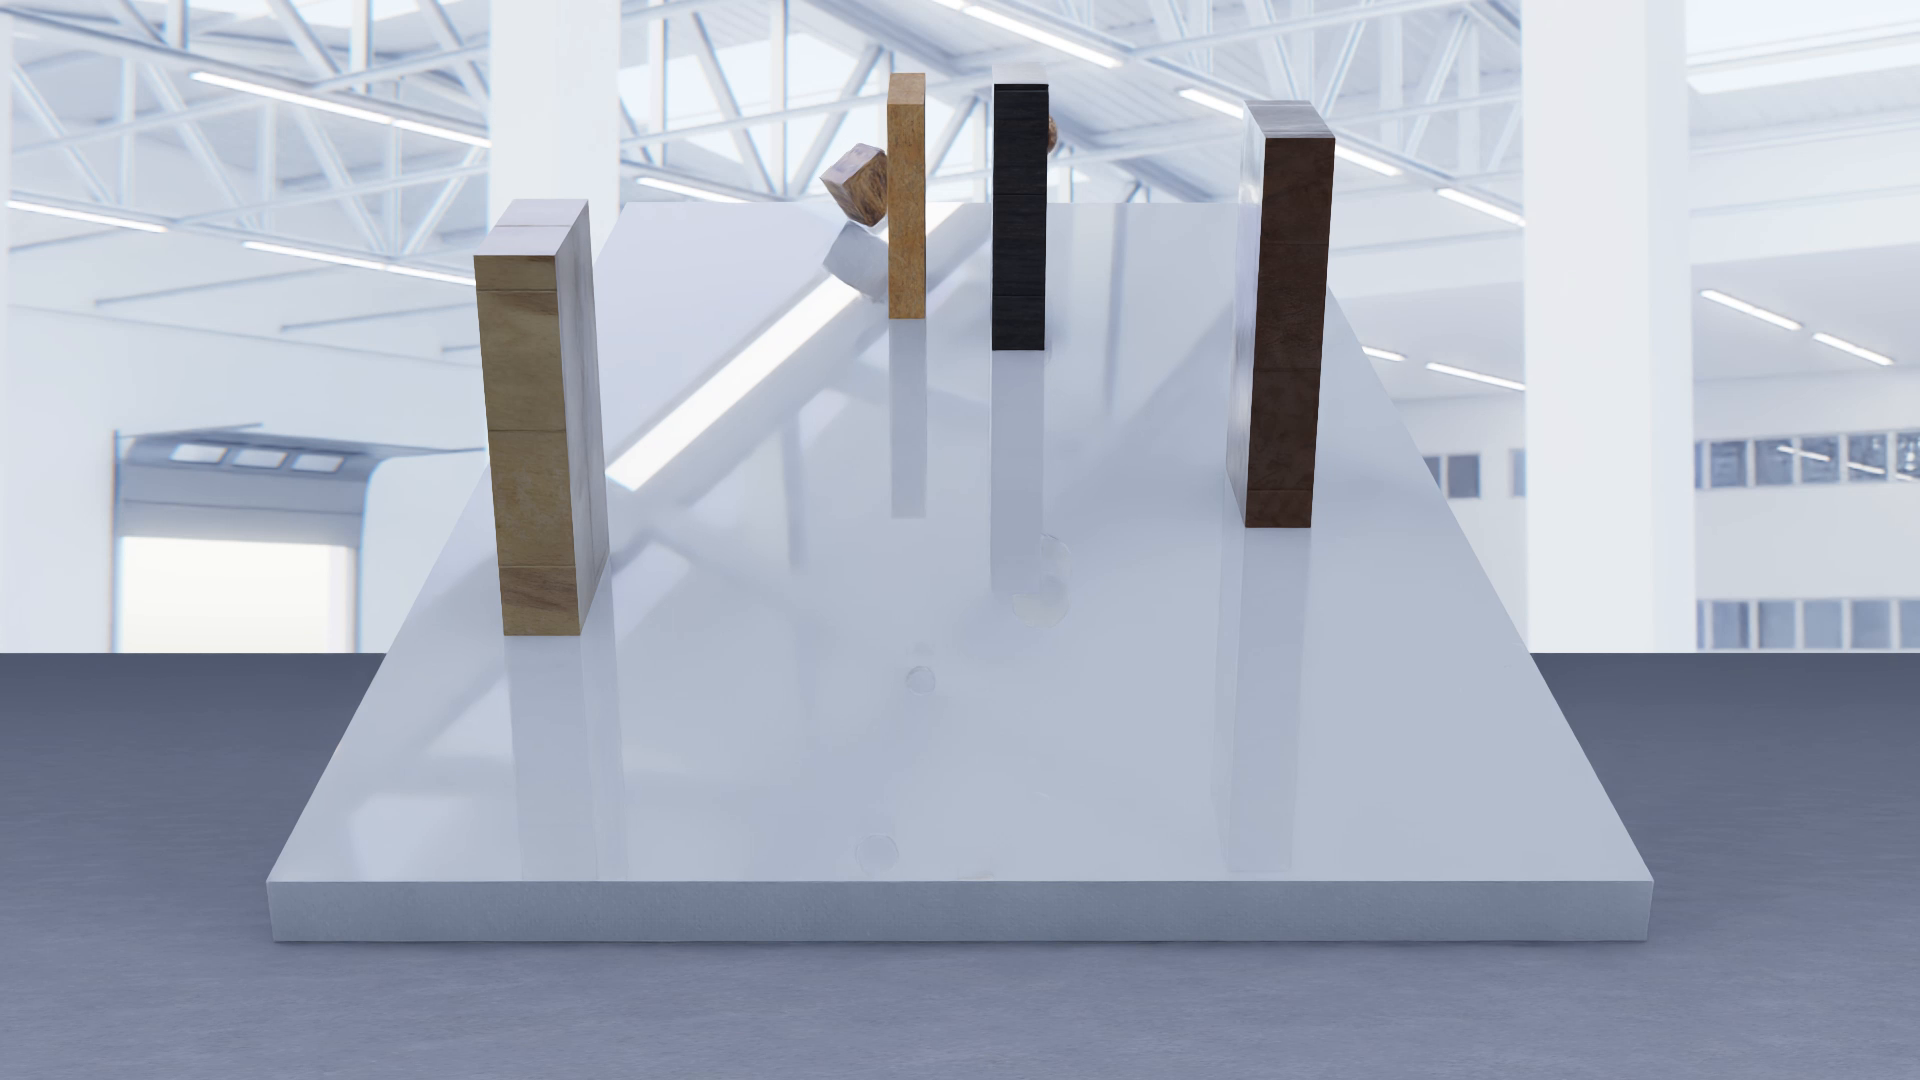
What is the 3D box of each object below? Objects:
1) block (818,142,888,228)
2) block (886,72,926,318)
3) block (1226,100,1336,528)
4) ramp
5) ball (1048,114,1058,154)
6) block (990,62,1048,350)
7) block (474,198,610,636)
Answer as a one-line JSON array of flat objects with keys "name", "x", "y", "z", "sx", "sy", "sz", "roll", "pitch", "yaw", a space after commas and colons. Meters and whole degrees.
[{"name": "block", "x": -0.277, "y": -1.040, "z": 6.731, "sx": 0.161, "sy": 0.161, "sz": 0.161, "roll": 53, "pitch": -12, "yaw": -30}, {"name": "block", "x": -0.136, "y": -0.898, "z": 5.971, "sx": 0.092, "sy": 0.550, "sz": 0.406, "roll": 0, "pitch": 22, "yaw": 0}, {"name": "block", "x": 0.632, "y": -0.452, "z": 4.585, "sx": 0.131, "sy": 0.781, "sz": 0.346, "roll": 0, "pitch": 22, "yaw": 0}, {"name": "ramp", "x": -0.007, "y": -0.223, "z": 5.184, "sx": 2.000, "sy": 0.100, "sz": 4.000, "roll": 0, "pitch": 22, "yaw": 0}, {"name": "ball", "x": 0.216, "y": -1.184, "z": 6.712, "sx": 0.143, "sy": 0.143, "sz": 0.143, "roll": 0, "pitch": -3, "yaw": 0}, {"name": "block", "x": 0.143, "y": -0.819, "z": 5.645, "sx": 0.129, "sy": 0.654, "sz": 0.272, "roll": 0, "pitch": 22, "yaw": 0}, {"name": "block", "x": -0.744, "y": -0.225, "z": 4.140, "sx": 0.135, "sy": 0.696, "sz": 0.386, "roll": 0, "pitch": 22, "yaw": 0}]
